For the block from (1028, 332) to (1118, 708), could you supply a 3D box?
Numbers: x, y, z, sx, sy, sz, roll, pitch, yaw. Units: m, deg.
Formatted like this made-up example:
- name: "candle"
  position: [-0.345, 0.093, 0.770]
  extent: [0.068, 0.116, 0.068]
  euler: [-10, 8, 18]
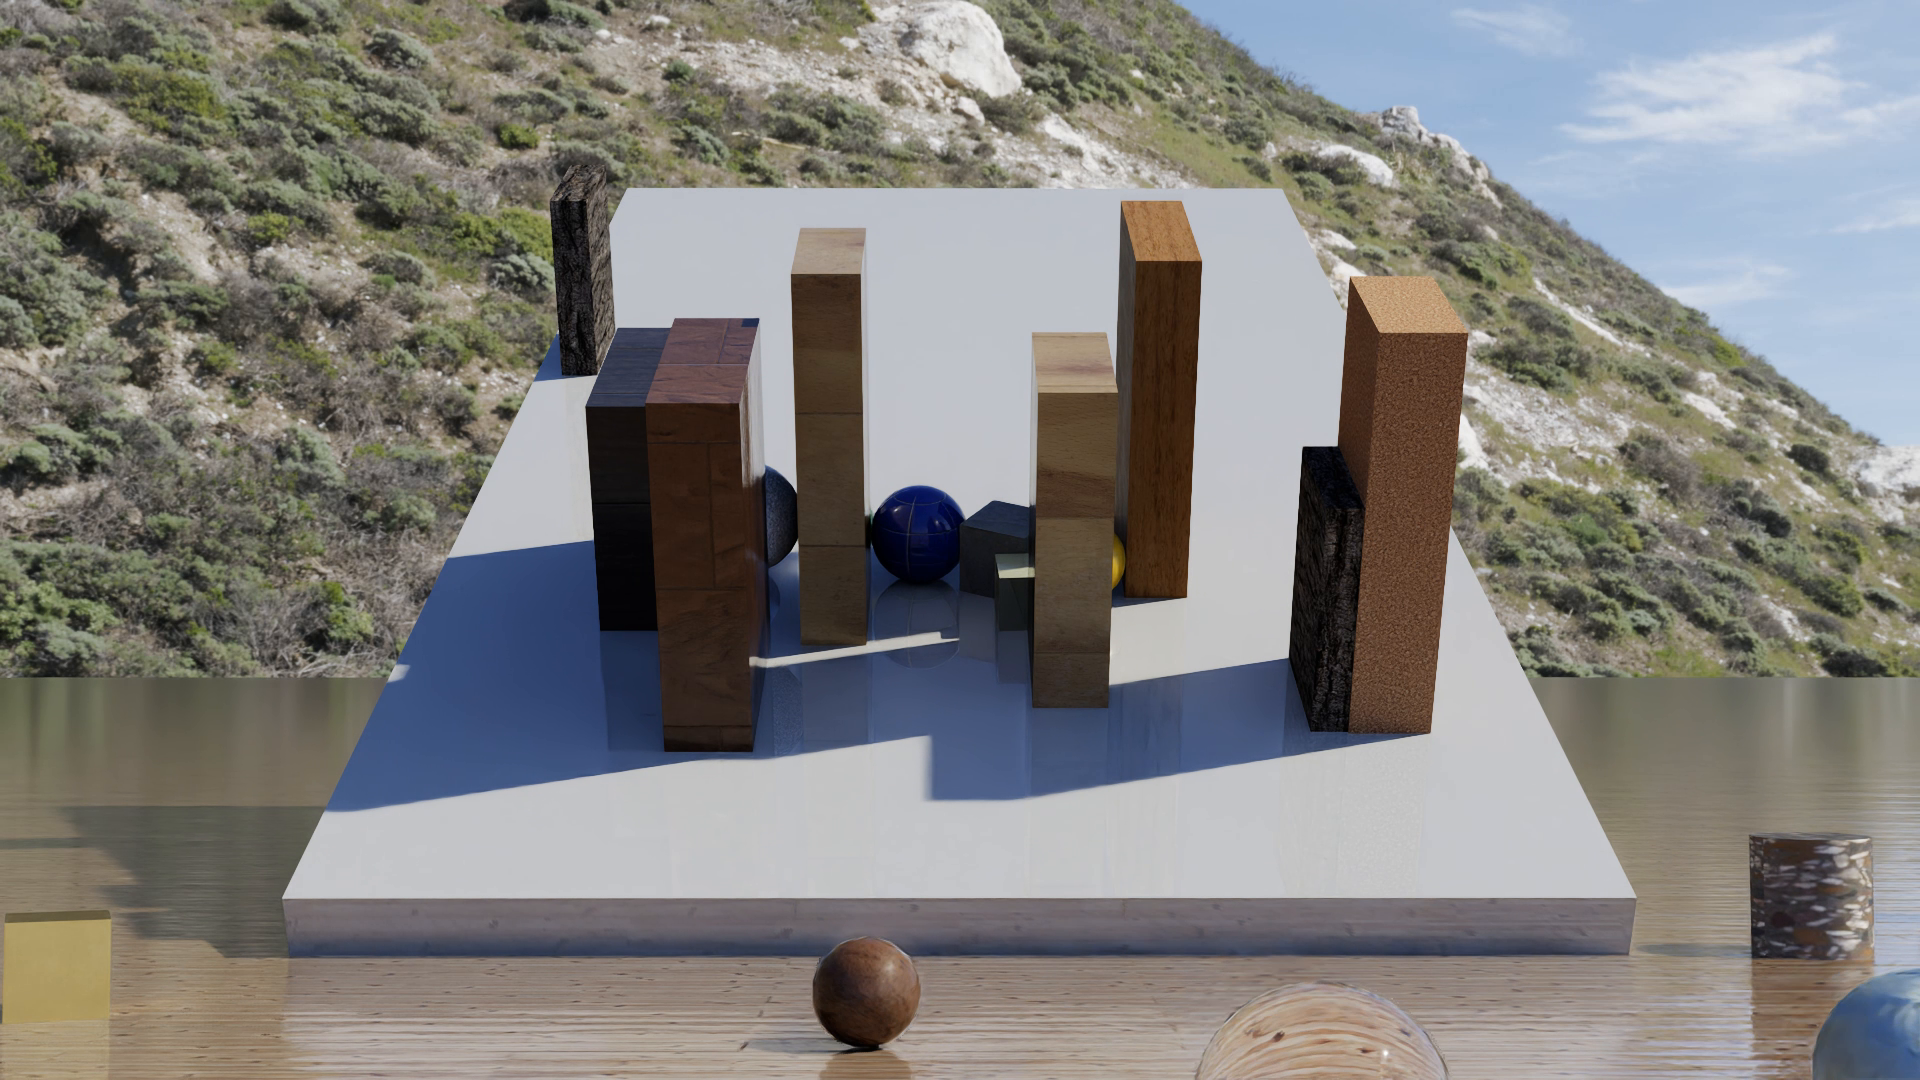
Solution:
- name: "block"
  position: [0.189, -0.036, 4.000]
  extent: [0.129, 0.574, 0.305]
  euler: [0, 24, 0]

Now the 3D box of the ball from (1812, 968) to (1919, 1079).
- name: "ball"
  position: [0.788, 0.440, 1.885]
  extent: [0.182, 0.182, 0.182]
  euler: [0, -3, 0]

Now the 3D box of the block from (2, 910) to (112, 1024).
- name: "block"
  position: [-1.116, 0.526, 2.867]
  extent: [0.121, 0.121, 0.121]
  euler: [1, -3, -22]

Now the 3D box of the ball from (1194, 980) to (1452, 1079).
- name: "ball"
  position: [0.267, 0.424, 1.707]
  extent: [0.195, 0.195, 0.195]
  euler: [0, -3, 0]

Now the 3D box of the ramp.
- name: "ramp"
  position: [-0.008, -0.227, 5.277]
  extent: [2.000, 0.100, 4.000]
  euler: [0, 24, 0]

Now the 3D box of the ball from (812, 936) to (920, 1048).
- name: "ball"
  position: [-0.106, 0.511, 2.625]
  extent: [0.123, 0.123, 0.123]
  euler: [0, -3, 0]

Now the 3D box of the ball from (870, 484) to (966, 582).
- name: "ball"
  position: [-0.077, -0.012, 4.426]
  extent: [0.187, 0.187, 0.187]
  euler: [0, -3, 0]

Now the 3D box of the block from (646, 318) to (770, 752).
- name: "block"
  position: [-0.415, -0.015, 3.901]
  extent: [0.146, 0.613, 0.420]
  euler: [0, 24, 0]

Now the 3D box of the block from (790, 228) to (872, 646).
- name: "block"
  position: [-0.228, -0.186, 4.186]
  extent: [0.118, 0.698, 0.281]
  euler: [0, 24, 0]

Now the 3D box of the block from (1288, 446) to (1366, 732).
- name: "block"
  position: [0.639, 0.080, 3.945]
  extent: [0.099, 0.406, 0.278]
  euler: [0, 24, 0]

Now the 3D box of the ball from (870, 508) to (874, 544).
- name: "ball"
  position: [-0.243, -0.027, 4.495]
  extent: [0.158, 0.158, 0.158]
  euler: [0, -3, 0]

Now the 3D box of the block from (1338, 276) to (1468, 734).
- name: "block"
  position: [0.721, -0.058, 3.889]
  extent: [0.138, 0.706, 0.297]
  euler: [0, 24, 0]

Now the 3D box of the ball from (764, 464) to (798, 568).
- name: "ball"
  position: [-0.390, -0.042, 4.230]
  extent: [0.205, 0.205, 0.205]
  euler: [0, -3, 0]

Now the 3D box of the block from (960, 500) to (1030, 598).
- name: "block"
  position: [0.092, 0.023, 4.411]
  extent: [0.137, 0.137, 0.137]
  euler: [12, 26, 26]

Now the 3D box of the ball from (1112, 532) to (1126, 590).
- name: "ball"
  position: [0.236, 0.037, 4.361]
  extent: [0.151, 0.151, 0.151]
  euler: [0, -3, 0]

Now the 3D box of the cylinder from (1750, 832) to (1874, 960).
- name: "cylinder"
  position: [1.284, 0.535, 3.501]
  extent: [0.175, 0.175, 0.175]
  euler: [0, -3, 0]

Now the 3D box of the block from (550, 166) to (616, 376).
- name: "block"
  position: [-0.906, -0.653, 5.589]
  extent: [0.085, 0.426, 0.327]
  euler: [0, 24, 0]

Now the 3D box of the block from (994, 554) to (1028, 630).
- name: "block"
  position: [0.121, 0.095, 4.282]
  extent: [0.107, 0.107, 0.107]
  euler: [-1, 24, -3]

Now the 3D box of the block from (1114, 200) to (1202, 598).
- name: "block"
  position: [0.370, -0.274, 4.437]
  extent: [0.117, 0.660, 0.401]
  euler: [0, 24, 0]

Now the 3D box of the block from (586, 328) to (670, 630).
- name: "block"
  position: [-0.601, -0.122, 4.363]
  extent: [0.118, 0.437, 0.438]
  euler: [0, 24, 0]
